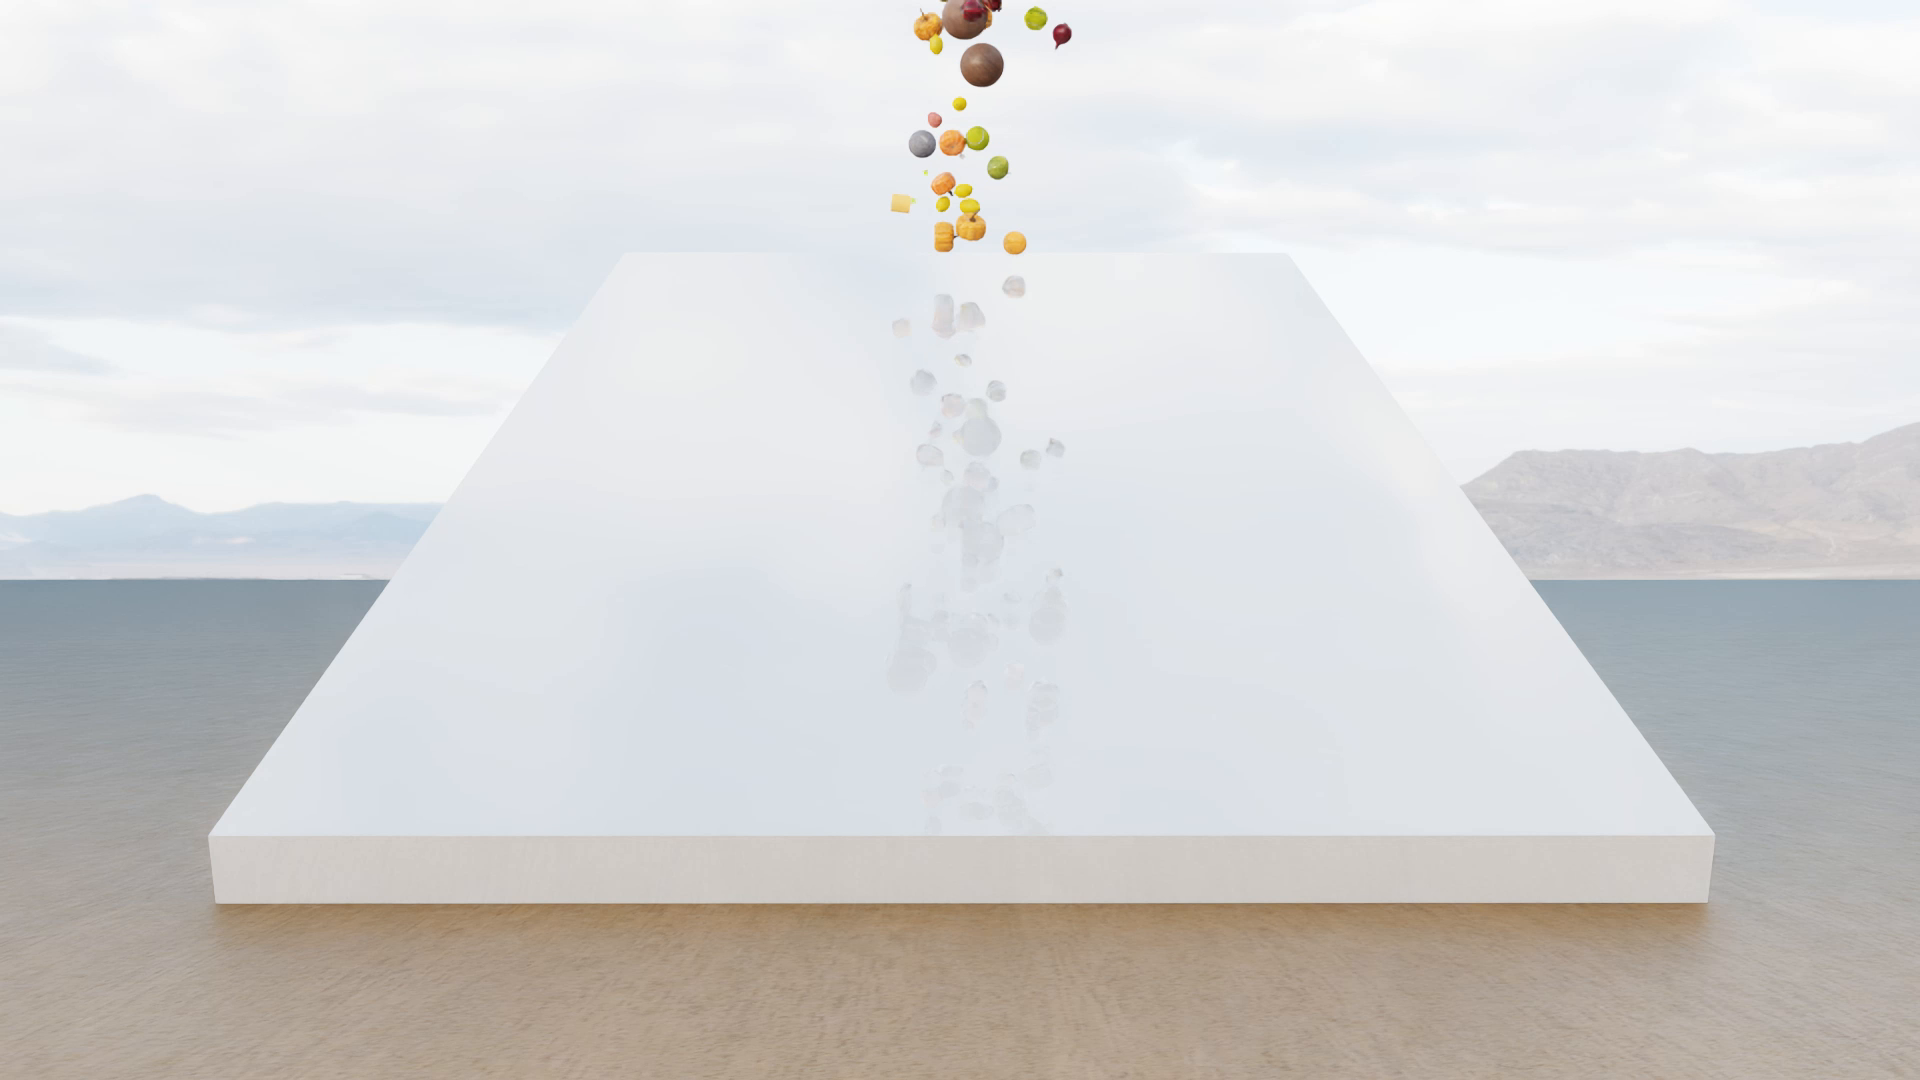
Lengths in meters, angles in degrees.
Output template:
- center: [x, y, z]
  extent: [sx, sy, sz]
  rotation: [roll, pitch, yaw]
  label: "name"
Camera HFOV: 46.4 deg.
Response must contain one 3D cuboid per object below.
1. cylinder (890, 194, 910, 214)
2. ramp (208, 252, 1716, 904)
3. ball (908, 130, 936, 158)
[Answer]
- center: [-0.172, -0.978, 6.512]
  extent: [0.052, 0.052, 0.052]
  rotation: [6, -2, -8]
  label: "cylinder"
- center: [-0.004, -0.191, 4.888]
  extent: [2.000, 0.100, 4.000]
  rotation: [0, 18, 0]
  label: "ramp"
- center: [-0.109, -1.143, 6.473]
  extent: [0.081, 0.081, 0.081]
  rotation: [0, -1, 0]
  label: "ball"
